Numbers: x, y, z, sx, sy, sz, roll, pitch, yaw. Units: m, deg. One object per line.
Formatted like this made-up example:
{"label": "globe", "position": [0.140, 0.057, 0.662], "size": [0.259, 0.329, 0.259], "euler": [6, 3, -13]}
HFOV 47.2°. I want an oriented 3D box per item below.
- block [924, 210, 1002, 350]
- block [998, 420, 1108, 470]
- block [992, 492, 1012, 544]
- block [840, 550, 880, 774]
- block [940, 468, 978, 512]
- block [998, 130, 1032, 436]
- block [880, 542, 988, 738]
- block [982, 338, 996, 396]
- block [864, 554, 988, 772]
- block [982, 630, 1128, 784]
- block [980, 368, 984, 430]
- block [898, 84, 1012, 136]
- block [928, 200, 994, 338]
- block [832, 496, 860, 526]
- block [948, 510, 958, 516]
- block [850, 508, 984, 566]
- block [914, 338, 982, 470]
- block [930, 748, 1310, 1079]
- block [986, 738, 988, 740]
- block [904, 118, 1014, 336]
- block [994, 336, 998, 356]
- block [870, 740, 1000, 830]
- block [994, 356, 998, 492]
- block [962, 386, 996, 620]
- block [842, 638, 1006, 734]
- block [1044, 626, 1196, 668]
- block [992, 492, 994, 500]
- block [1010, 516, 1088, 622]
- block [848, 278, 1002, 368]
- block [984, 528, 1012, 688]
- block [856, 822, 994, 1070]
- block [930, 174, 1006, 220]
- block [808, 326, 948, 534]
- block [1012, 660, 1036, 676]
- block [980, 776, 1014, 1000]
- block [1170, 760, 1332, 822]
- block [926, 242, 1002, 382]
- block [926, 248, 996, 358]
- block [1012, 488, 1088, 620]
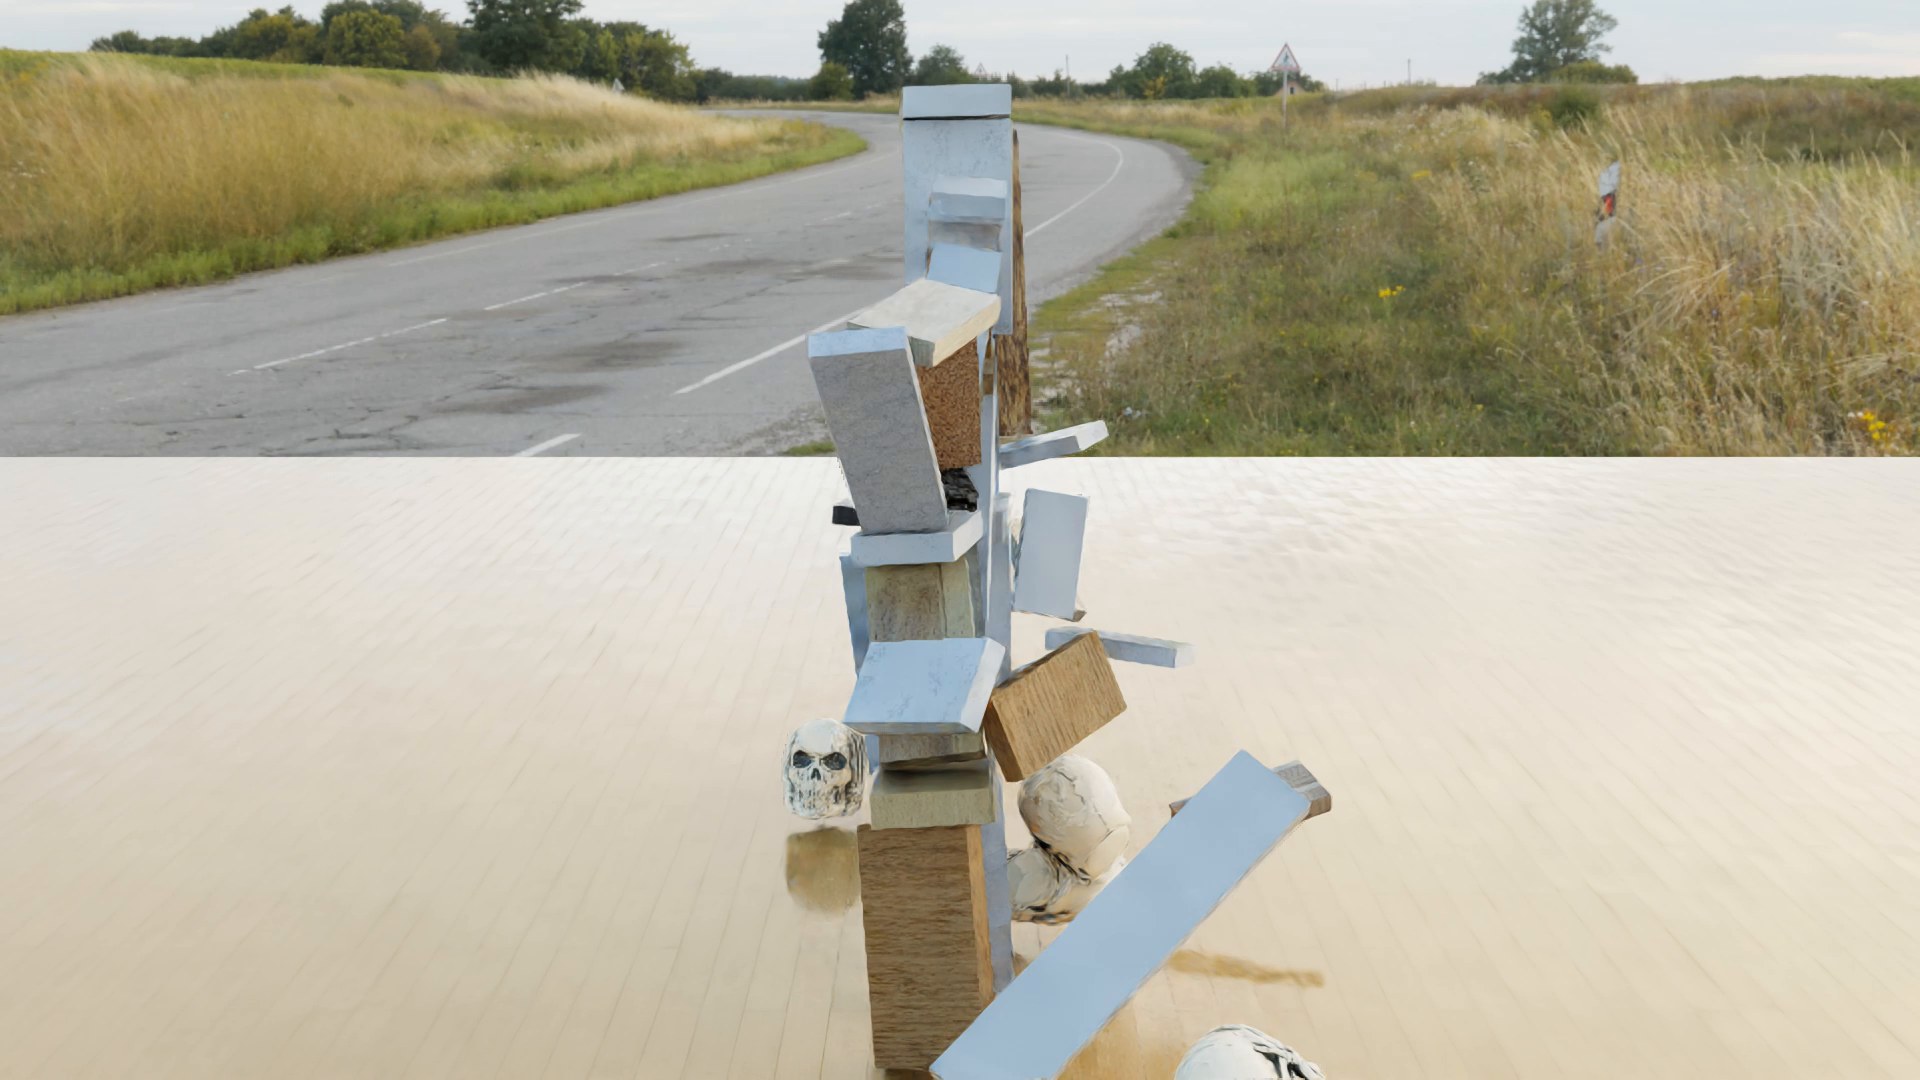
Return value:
{"label": "block", "position": [0.001, -0.391, 3.319], "size": [0.110, 0.220, 0.031], "euler": [3, 38, -1]}
{"label": "block", "position": [0.143, -0.163, 3.875], "size": [0.212, 0.030, 0.106], "euler": [-12, 10, 34]}
{"label": "block", "position": [-0.012, -0.038, 3.547], "size": [0.177, 0.050, 0.354], "euler": [0, 6, 4]}
{"label": "block", "position": [-0.080, 0.182, 3.496], "size": [0.177, 0.354, 0.050], "euler": [-8, 10, -3]}
{"label": "block", "position": [-0.037, -0.085, 3.138], "size": [0.092, 0.026, 0.184], "euler": [5, 18, -12]}
{"label": "block", "position": [0.024, -0.455, 3.937], "size": [0.178, 0.540, 0.050], "euler": [-4, 7, -11]}
{"label": "block", "position": [-0.035, 0.150, 3.223], "size": [0.144, 0.287, 0.041], "euler": [-4, -13, -4]}
{"label": "block", "position": [-0.004, -0.265, 3.347], "size": [0.114, 0.032, 0.228], "euler": [0, 19, 2]}
{"label": "block", "position": [-0.048, 0.169, 3.060], "size": [0.144, 0.287, 0.041], "euler": [-7, -22, 4]}
{"label": "block", "position": [0.127, 0.227, 3.028], "size": [0.034, 0.121, 0.242], "euler": [-16, 9, 45]}
{"label": "block", "position": [-0.018, -0.212, 3.170], "size": [0.099, 0.199, 0.028], "euler": [3, -11, -3]}
{"label": "block", "position": [-0.012, -0.737, 3.780], "size": [0.178, 0.050, 0.355], "euler": [-2, 6, -2]}
{"label": "block", "position": [-0.001, -0.356, 3.455], "size": [0.110, 0.355, 0.031], "euler": [3, 17, 1]}
{"label": "block", "position": [-0.119, -0.043, 3.170], "size": [0.092, 0.026, 0.184], "euler": [6, 8, 9]}
{"label": "block", "position": [-0.041, -0.066, 3.211], "size": [0.092, 0.026, 0.184], "euler": [11, 9, 7]}
{"label": "block", "position": [-0.059, -0.005, 3.163], "size": [0.144, 0.041, 0.287], "euler": [-2, 7, 9]}
{"label": "block", "position": [-0.034, -0.188, 3.014], "size": [0.119, 0.238, 0.034], "euler": [-9, 49, -6]}
{"label": "block", "position": [0.218, 0.520, 2.895], "size": [0.121, 0.034, 0.616], "euler": [39, 67, 22]}
{"label": "block", "position": [-0.011, 0.266, 3.275], "size": [0.105, 0.210, 0.030], "euler": [-1, -13, -3]}
{"label": "block", "position": [-0.002, -0.521, 3.676], "size": [0.178, 0.356, 0.050], "euler": [0, 7, 4]}
{"label": "block", "position": [0.003, -0.318, 3.604], "size": [0.115, 0.033, 0.229], "euler": [0, 6, 2]}
{"label": "block", "position": [-0.031, 0.335, 3.048], "size": [0.164, 0.046, 0.328], "euler": [-3, 6, 2]}
{"label": "block", "position": [0.006, -0.194, 3.688], "size": [0.115, 0.230, 0.033], "euler": [0, 4, 2]}
{"label": "block", "position": [-0.009, -0.058, 3.322], "size": [0.114, 0.355, 0.032], "euler": [2, -2, 7]}
{"label": "block", "position": [-0.050, 0.195, 2.927], "size": [0.034, 0.121, 0.242], "euler": [35, -26, -34]}
{"label": "block", "position": [0.276, 0.183, 3.784], "size": [0.235, 0.033, 0.117], "euler": [7, 4, 22]}
{"label": "block", "position": [-0.003, -0.179, 3.543], "size": [0.115, 0.230, 0.033], "euler": [0, 4, 3]}
{"label": "block", "position": [0.139, 0.049, 3.902], "size": [0.106, 0.030, 0.212], "euler": [16, 36, -47]}
{"label": "block", "position": [-0.044, -0.284, 2.856], "size": [0.119, 0.034, 0.238], "euler": [15, 25, 17]}
{"label": "block", "position": [-0.003, 0.168, 3.696], "size": [0.177, 0.389, 0.050], "euler": [0, 11, 3]}
{"label": "block", "position": [-0.044, 0.542, 2.958], "size": [0.164, 0.328, 0.046], "euler": [-6, -3, 25]}
{"label": "block", "position": [0.014, -0.518, 3.314], "size": [0.110, 0.031, 0.220], "euler": [5, 16, 0]}
{"label": "block", "position": [-0.100, -0.134, 2.849], "size": [0.119, 0.034, 0.447], "euler": [-5, -29, 5]}
{"label": "block", "position": [0.095, 0.252, 3.914], "size": [0.117, 0.033, 0.235], "euler": [-15, -8, -45]}
{"label": "block", "position": [-0.012, 0.509, 3.175], "size": [0.164, 0.328, 0.046], "euler": [-4, 8, -1]}
{"label": "block", "position": [0.485, 0.446, 3.671], "size": [0.240, 0.033, 0.117], "euler": [-17, 29, -13]}
{"label": "block", "position": [-0.005, -0.320, 3.124], "size": [0.099, 0.199, 0.028], "euler": [9, -16, 2]}
{"label": "block", "position": [-0.001, -0.349, 3.253], "size": [0.099, 0.199, 0.028], "euler": [-1, 50, -3]}
{"label": "block", "position": [0.154, 0.025, 3.793], "size": [0.106, 0.212, 0.030], "euler": [9, -9, -10]}
